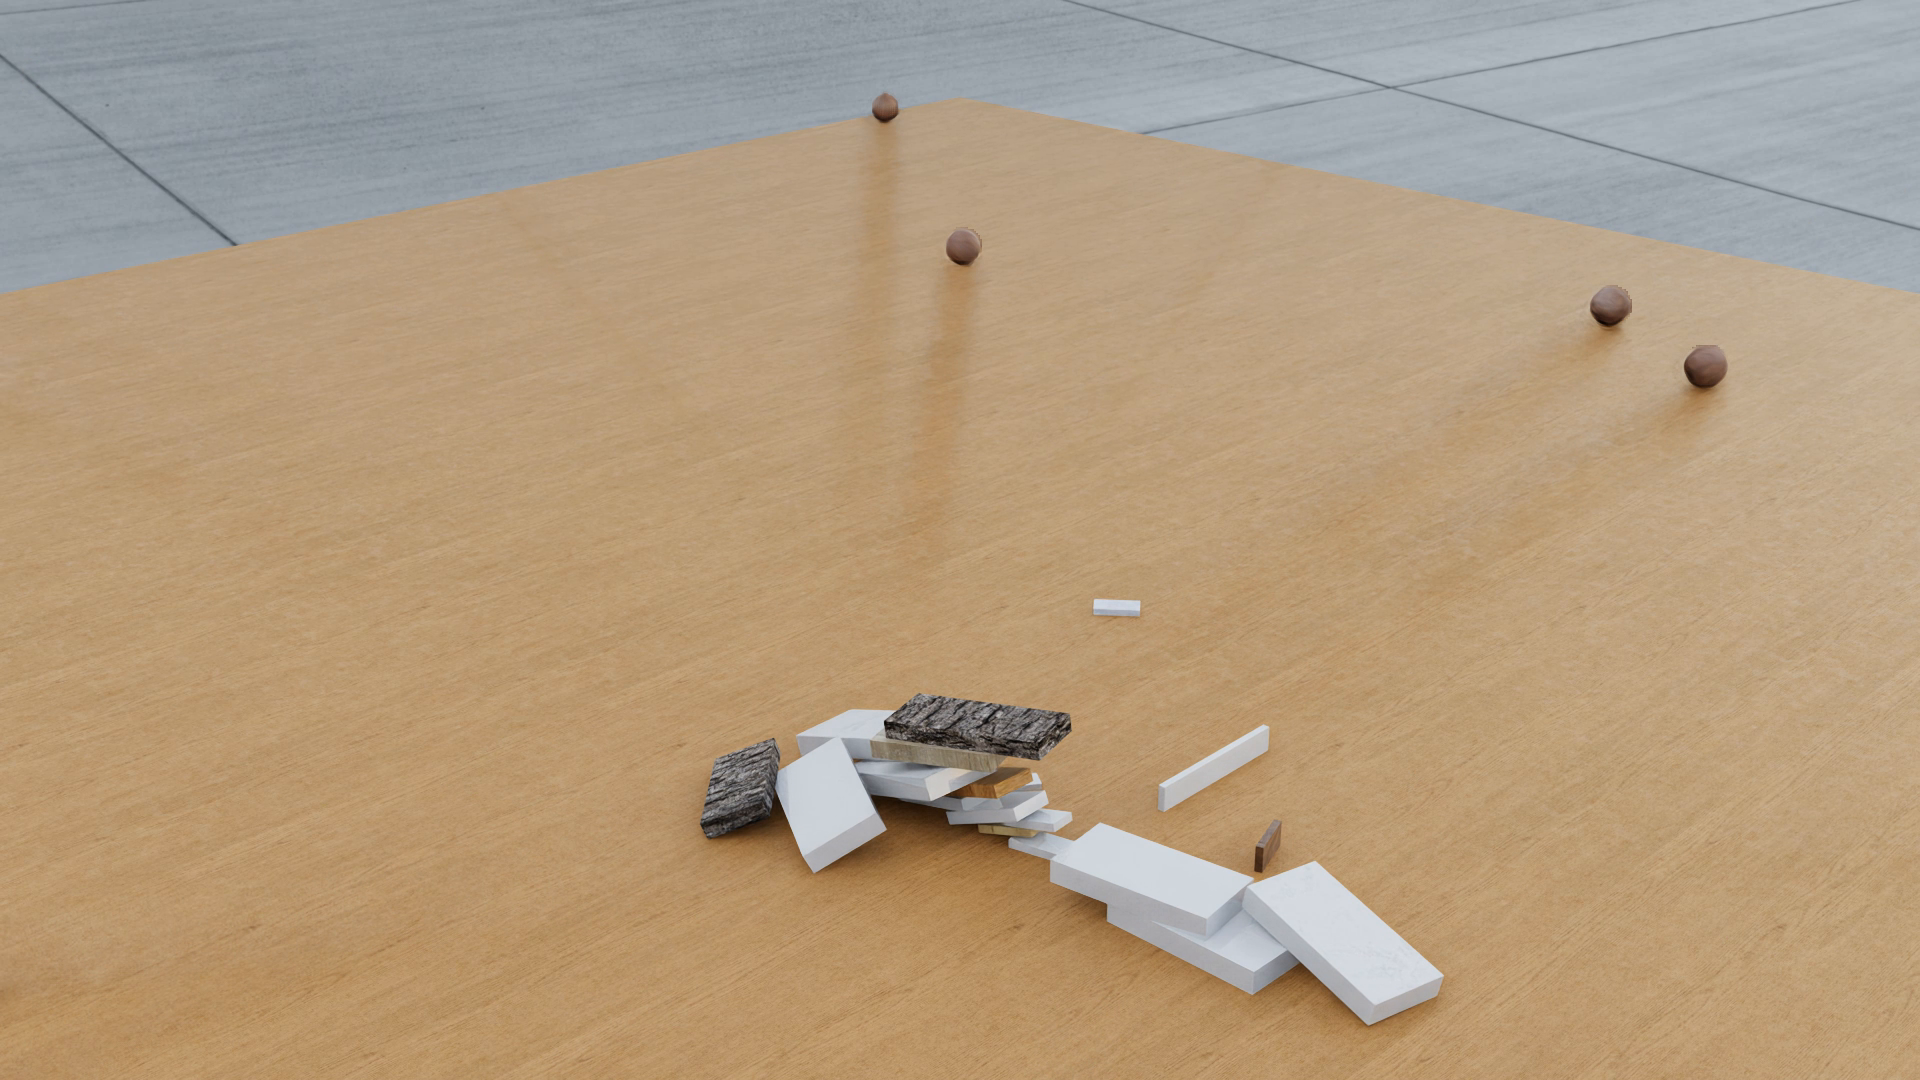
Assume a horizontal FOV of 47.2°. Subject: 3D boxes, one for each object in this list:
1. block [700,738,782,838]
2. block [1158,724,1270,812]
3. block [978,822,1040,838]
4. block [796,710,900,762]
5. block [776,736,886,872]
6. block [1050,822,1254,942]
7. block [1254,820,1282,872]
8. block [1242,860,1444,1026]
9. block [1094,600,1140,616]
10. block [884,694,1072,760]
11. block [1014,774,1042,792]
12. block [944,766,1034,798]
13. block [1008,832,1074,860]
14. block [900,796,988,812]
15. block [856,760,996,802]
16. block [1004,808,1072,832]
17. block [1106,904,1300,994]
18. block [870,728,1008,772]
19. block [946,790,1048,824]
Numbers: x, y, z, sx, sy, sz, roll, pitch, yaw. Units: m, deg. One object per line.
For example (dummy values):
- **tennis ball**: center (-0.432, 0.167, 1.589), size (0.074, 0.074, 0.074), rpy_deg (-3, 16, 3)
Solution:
- **block**: center (-0.444, 0.502, 4.468), size (0.134, 0.038, 0.268), rpy_deg (-20, 21, 9)
- **block**: center (0.530, 0.473, 4.575), size (0.016, 0.056, 0.358), rpy_deg (20, 30, 39)
- **block**: center (0.104, 0.566, 4.367), size (0.123, 0.017, 0.062), rpy_deg (0, 16, 34)
- **block**: center (-0.174, 0.408, 4.612), size (0.328, 0.046, 0.164), rpy_deg (-3, 15, 46)
- **block**: center (-0.266, 0.522, 4.382), size (0.164, 0.046, 0.328), rpy_deg (-31, 27, -3)
- **block**: center (0.355, 0.632, 4.087), size (0.338, 0.048, 0.169), rpy_deg (16, 28, 33)
- **block**: center (0.600, 0.596, 4.284), size (0.016, 0.056, 0.113), rpy_deg (11, 25, 23)
- **block**: center (0.679, 0.714, 3.924), size (0.169, 0.048, 0.338), rpy_deg (-13, 38, -33)
- **block**: center (0.382, 0.165, 5.352), size (0.113, 0.016, 0.056), rpy_deg (2, 23, 5)
- **block**: center (0.034, 0.365, 4.321), size (0.347, 0.038, 0.134), rpy_deg (5, 24, 30)
- **block**: center (0.119, 0.504, 4.556), size (0.093, 0.013, 0.046), rpy_deg (-5, 23, -11)
- **block**: center (0.046, 0.479, 4.356), size (0.096, 0.027, 0.193), rpy_deg (-21, 10, -36)
- **block**: center (0.164, 0.600, 4.325), size (0.123, 0.017, 0.062), rpy_deg (13, 26, 28)
- **block**: center (-0.026, 0.510, 4.460), size (0.096, 0.027, 0.193), rpy_deg (-23, 17, -40)
- **block**: center (-0.089, 0.466, 4.442), size (0.164, 0.046, 0.328), rpy_deg (-21, 9, -33)
- **block**: center (0.153, 0.549, 4.328), size (0.123, 0.017, 0.062), rpy_deg (2, 17, 39)
- **block**: center (0.453, 0.709, 4.027), size (0.338, 0.048, 0.169), rpy_deg (21, 31, 40)
- **block**: center (-0.028, 0.399, 4.359), size (0.268, 0.038, 0.134), rpy_deg (4, 23, 28)
- **block**: center (0.074, 0.533, 4.377), size (0.193, 0.027, 0.096), rpy_deg (-10, 10, 46)
